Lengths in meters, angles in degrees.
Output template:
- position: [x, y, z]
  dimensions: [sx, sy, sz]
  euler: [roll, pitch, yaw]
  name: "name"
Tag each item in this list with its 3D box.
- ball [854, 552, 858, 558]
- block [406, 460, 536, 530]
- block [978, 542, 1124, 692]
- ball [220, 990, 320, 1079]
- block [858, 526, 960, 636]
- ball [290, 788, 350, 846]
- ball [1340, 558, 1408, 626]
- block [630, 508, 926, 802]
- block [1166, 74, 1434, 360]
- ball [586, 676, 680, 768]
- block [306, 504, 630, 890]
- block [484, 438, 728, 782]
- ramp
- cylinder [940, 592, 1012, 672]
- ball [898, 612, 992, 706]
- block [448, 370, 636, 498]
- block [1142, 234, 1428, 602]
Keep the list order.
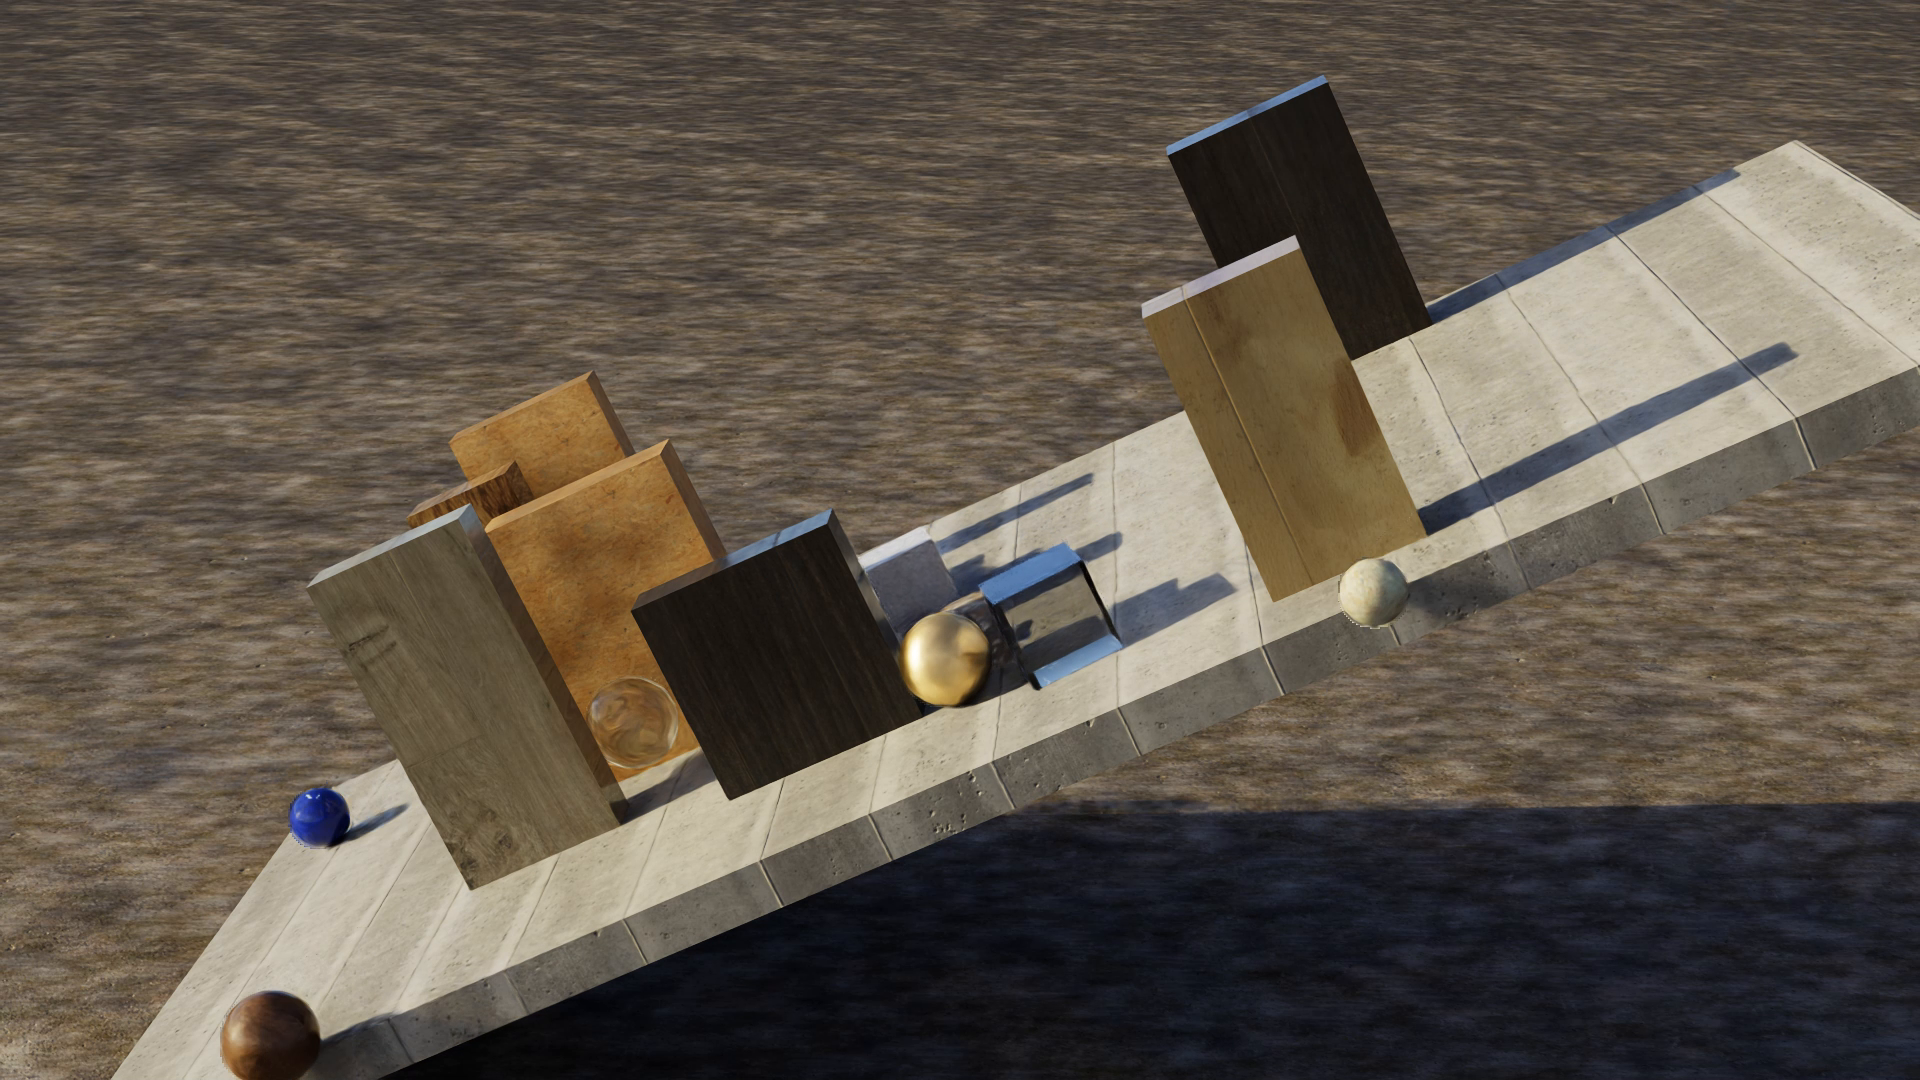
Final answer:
- position: [-0.307, 0.076, 6.584]
  dimensions: [0.171, 0.171, 0.171]
  euler: [0, 16, 0]
  name: "ball"
- position: [-0.972, 0.178, 6.637]
  dimensions: [0.248, 0.666, 0.120]
  euler: [-24, 13, 9]
  name: "block"
- position: [0.173, 0.145, 5.660]
  dimensions: [0.189, 0.189, 0.189]
  euler: [-27, 13, -3]
  name: "block"
- position: [-1.280, 0.927, 5.466]
  dimensions: [0.181, 0.181, 0.181]
  euler: [0, 16, 0]
  name: "ball"
- position: [-0.111, 0.090, 6.473]
  dimensions: [0.162, 0.162, 0.162]
  euler: [-27, 13, -3]
  name: "block"
- position: [-1.515, 0.657, 6.967]
  dimensions: [0.140, 0.140, 0.140]
  euler: [0, 16, 0]
  name: "ball"
- position: [0.721, 0.090, 5.125]
  dimensions: [0.119, 0.119, 0.119]
  euler: [0, 16, 0]
  name: "ball"
- position: [-0.354, 0.227, 5.797]
  dimensions: [0.427, 0.433, 0.115]
  euler: [-24, 13, 9]
  name: "block"
- position: [0.792, -0.711, 6.868]
  dimensions: [0.399, 0.619, 0.140]
  euler: [-24, 13, 9]
  name: "block"
- position: [-0.687, 0.383, 6.169]
  dimensions: [0.194, 0.194, 0.194]
  euler: [0, 16, 0]
  name: "ball"
- position: [-1.000, 0.324, 6.013]
  dimensions: [0.349, 0.715, 0.122]
  euler: [-24, 13, 9]
  name: "block"
- position: [-0.686, 0.157, 6.297]
  dimensions: [0.429, 0.613, 0.138]
  euler: [-24, 13, 9]
  name: "block"
- position: [0.135, 0.169, 6.282]
  dimensions: [4.000, 0.100, 2.000]
  euler: [-24, 13, 9]
  name: "ramp"
- position: [0.033, 0.189, 5.888]
  dimensions: [0.130, 0.130, 0.130]
  euler: [-24, 13, 6]
  name: "cylinder"
- position: [-0.028, 0.231, 5.722]
  dimensions: [0.182, 0.182, 0.182]
  euler: [0, 16, 0]
  name: "ball"
- position: [-0.861, 0.013, 6.906]
  dimensions: [0.360, 0.739, 0.102]
  euler: [-24, 13, 9]
  name: "block"
- position: [0.596, -0.221, 5.405]
  dimensions: [0.308, 0.587, 0.136]
  euler: [-24, 13, 9]
  name: "block"
